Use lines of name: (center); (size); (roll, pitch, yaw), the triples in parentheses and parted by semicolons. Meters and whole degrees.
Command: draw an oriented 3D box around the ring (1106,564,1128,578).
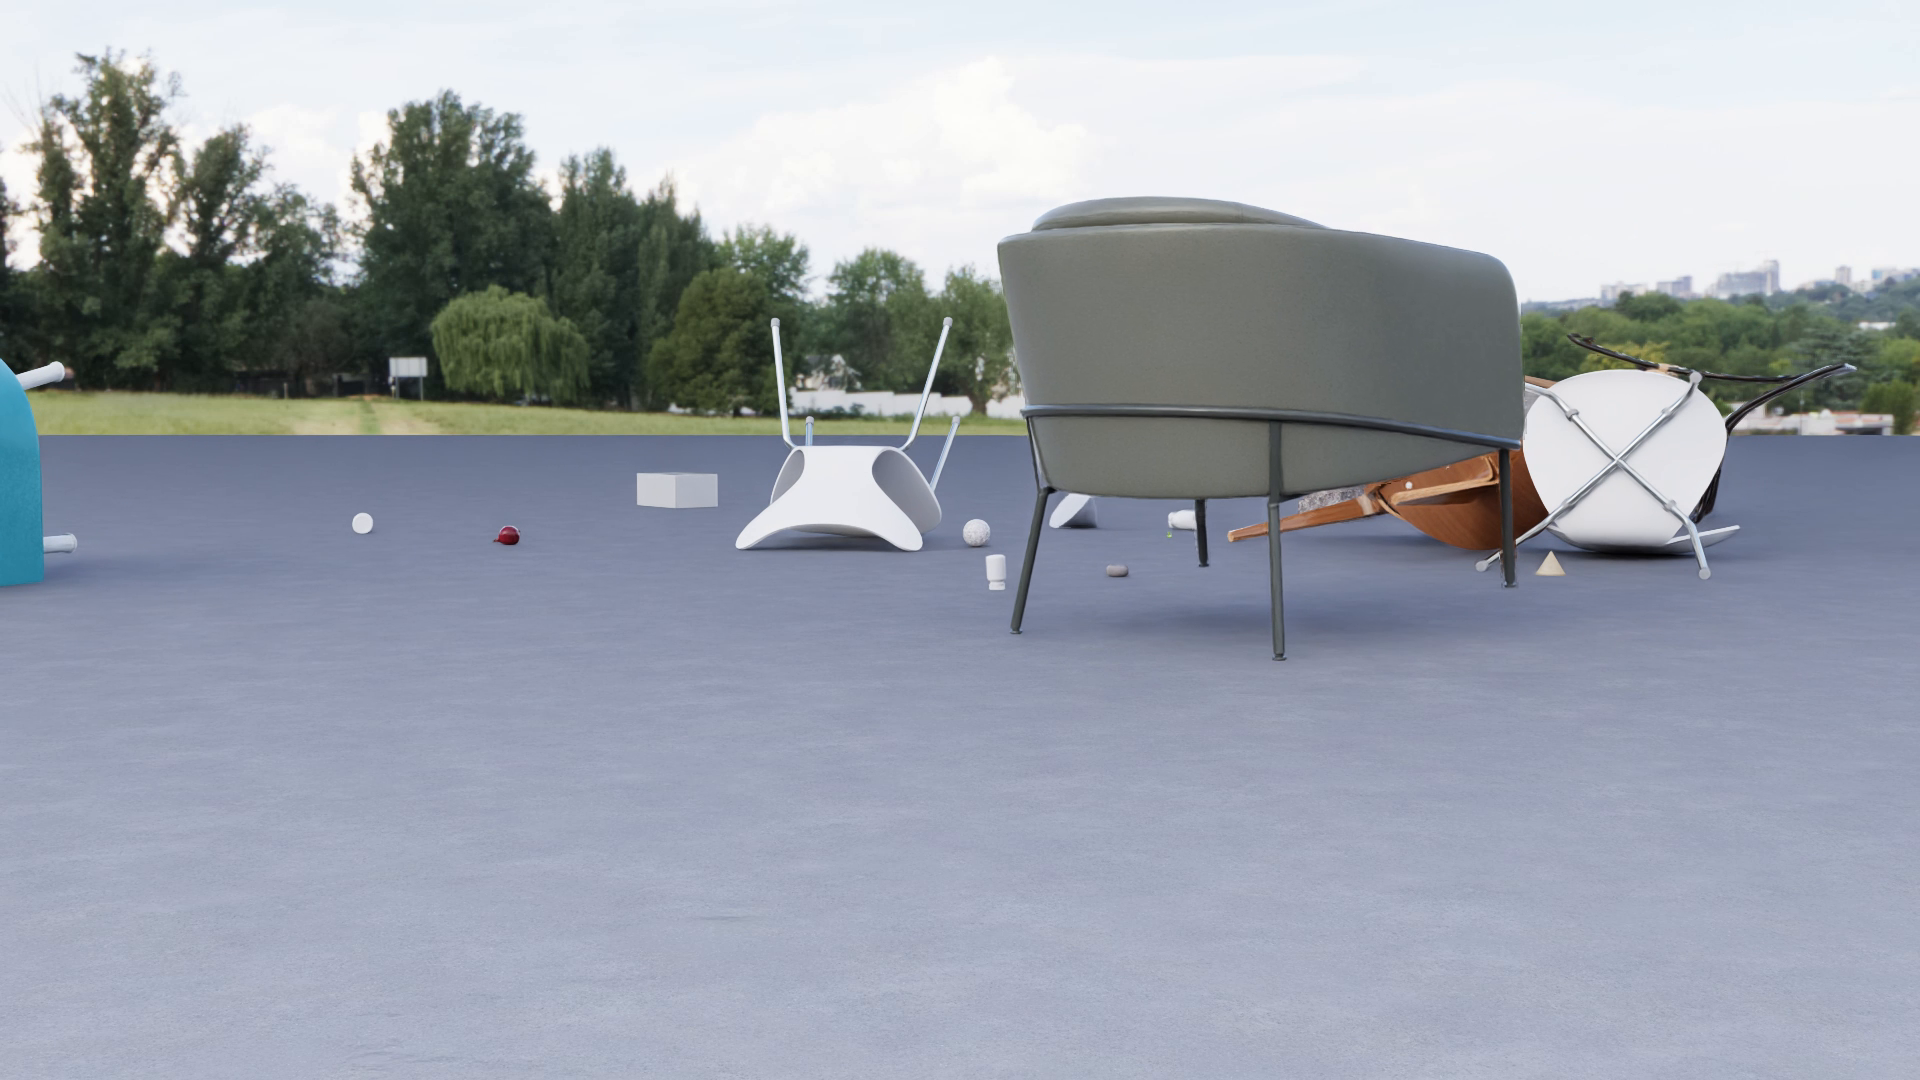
ring: (0.378, 0.074, 5.278); (0.055, 0.027, 0.078); (2, 3, -2)

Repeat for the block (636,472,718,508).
block: (-1.089, -0.194, 8.463); (0.187, 0.123, 0.286); (-3, 5, -38)

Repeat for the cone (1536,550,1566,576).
cone: (1.428, 0.055, 5.315); (0.074, 0.060, 0.042); (1, 4, 14)

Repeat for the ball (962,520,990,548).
ball: (0.047, -0.019, 6.247); (0.080, 0.080, 0.080); (0, 4, 0)

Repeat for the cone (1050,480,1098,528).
cone: (0.405, -0.079, 7.147); (0.208, 0.117, 0.193); (-35, 21, 39)

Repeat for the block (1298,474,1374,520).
block: (1.317, -0.153, 7.704); (0.162, 0.146, 0.255); (3, 5, 36)
